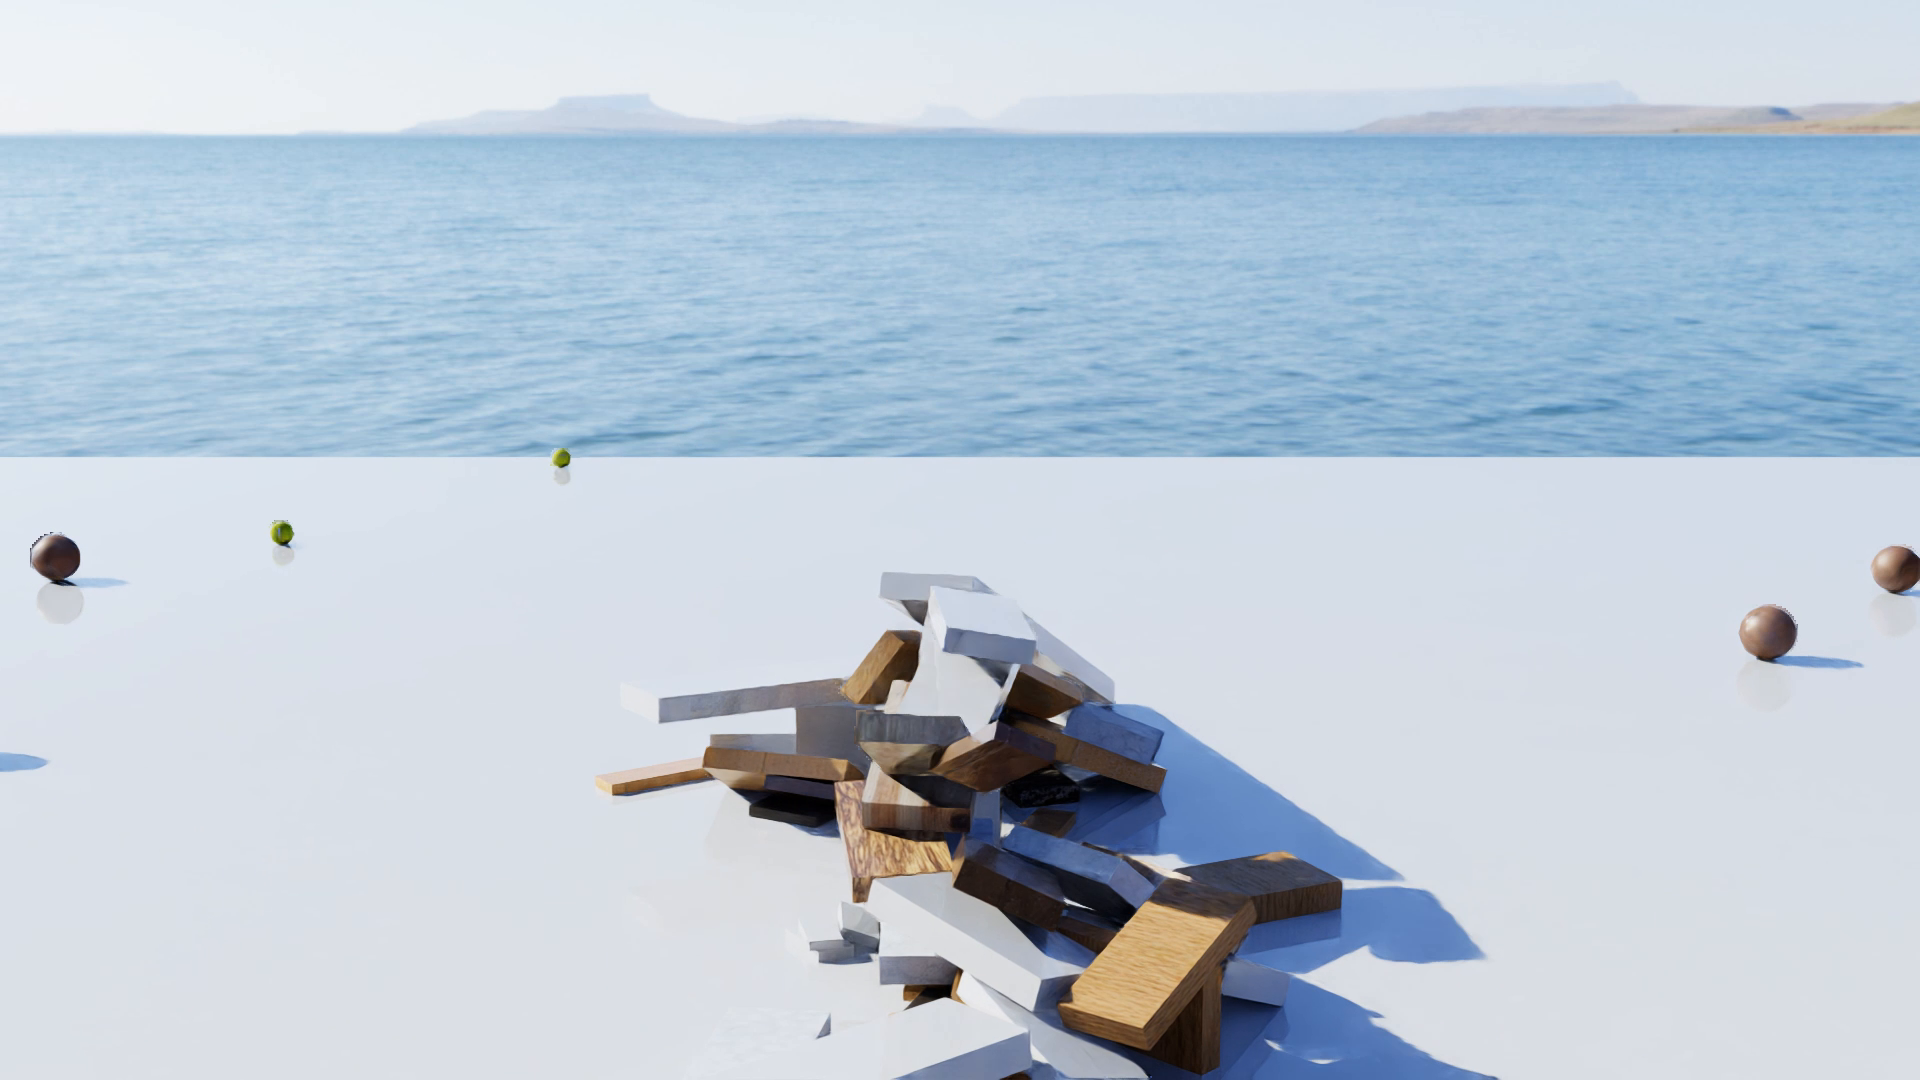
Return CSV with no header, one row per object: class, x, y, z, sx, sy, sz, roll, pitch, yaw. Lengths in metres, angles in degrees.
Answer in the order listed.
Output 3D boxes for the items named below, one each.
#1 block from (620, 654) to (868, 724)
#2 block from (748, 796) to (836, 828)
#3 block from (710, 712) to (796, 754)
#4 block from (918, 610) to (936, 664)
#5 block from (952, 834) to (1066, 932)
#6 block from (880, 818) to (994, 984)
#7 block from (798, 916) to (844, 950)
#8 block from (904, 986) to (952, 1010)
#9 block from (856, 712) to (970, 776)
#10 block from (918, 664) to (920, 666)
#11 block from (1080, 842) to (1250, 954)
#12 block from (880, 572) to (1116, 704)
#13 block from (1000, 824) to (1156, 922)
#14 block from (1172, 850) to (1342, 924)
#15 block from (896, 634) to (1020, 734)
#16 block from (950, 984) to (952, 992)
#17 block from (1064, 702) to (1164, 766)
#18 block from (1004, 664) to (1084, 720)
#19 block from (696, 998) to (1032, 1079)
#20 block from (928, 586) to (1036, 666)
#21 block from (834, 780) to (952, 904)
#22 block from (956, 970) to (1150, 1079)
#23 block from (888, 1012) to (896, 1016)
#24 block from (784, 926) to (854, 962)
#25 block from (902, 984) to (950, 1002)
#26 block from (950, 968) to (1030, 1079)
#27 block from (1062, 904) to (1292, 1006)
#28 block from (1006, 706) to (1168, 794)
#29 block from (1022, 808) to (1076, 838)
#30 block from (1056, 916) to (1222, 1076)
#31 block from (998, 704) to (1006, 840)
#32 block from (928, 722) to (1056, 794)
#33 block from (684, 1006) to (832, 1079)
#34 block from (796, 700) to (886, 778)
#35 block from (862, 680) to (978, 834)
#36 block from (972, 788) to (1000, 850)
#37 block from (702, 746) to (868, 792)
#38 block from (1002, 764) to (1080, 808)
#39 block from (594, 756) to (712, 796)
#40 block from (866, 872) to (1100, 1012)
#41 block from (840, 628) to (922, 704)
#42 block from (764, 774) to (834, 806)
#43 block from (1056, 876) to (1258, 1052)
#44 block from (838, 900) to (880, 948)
block,-0.298,0.279,4.284,0.715,0.048,0.168,-4,10,-33
block,-0.310,0.504,4.078,0.147,0.021,0.073,6,12,28
block,-0.341,0.401,4.554,0.337,0.048,0.168,0,11,-1
block,-0.027,0.172,3.852,0.076,0.022,0.152,4,28,3
block,0.067,0.491,3.170,0.152,0.043,0.304,24,-1,0
block,-0.031,0.538,3.319,0.166,0.047,0.406,0,21,0
block,-0.217,0.611,3.420,0.053,0.015,0.105,-2,11,-13
block,-0.038,0.668,3.065,0.079,0.022,0.157,6,12,19
block,-0.058,0.307,3.271,0.147,0.042,0.293,2,-15,7
block,-0.011,0.266,3.757,0.134,0.038,0.267,2,21,3
block,0.300,0.545,3.358,0.041,0.144,0.287,-53,26,-16
block,0.100,0.210,4.398,0.173,0.049,1.091,2,-13,18
block,0.199,0.511,3.306,0.152,0.043,0.304,41,-16,-24
block,0.434,0.579,3.596,0.339,0.048,0.170,-5,12,-26
block,-0.004,0.250,3.563,0.147,0.042,0.293,8,30,11
block,-0.027,0.638,3.243,0.080,0.023,0.159,0,24,3
block,0.305,0.377,4.314,0.173,0.049,0.346,20,1,8
block,0.123,0.292,4.274,0.118,0.034,0.237,-28,-35,27
block,-0.277,0.679,2.557,0.806,0.048,0.170,-9,11,-38
block,0.033,0.140,3.664,0.147,0.042,0.314,9,10,-7
block,-0.105,0.459,3.399,0.152,0.043,0.304,-3,22,-7
block,0.121,0.659,2.931,0.139,0.039,0.277,9,16,-30
block,-0.071,0.696,3.038,0.079,0.022,0.158,2,11,8
block,-0.220,0.626,3.428,0.061,0.017,0.122,-6,12,-29
block,-0.041,0.632,3.210,0.061,0.017,0.124,3,25,10
block,0.057,0.669,2.988,0.144,0.041,0.287,16,13,-1
block,0.301,0.609,3.251,0.339,0.048,0.170,11,-8,43
block,0.210,0.395,4.228,0.346,0.049,0.173,20,1,-25
block,0.156,0.520,3.986,0.073,0.021,0.147,3,11,18
block,0.235,0.630,3.061,0.287,0.144,0.041,10,14,43
block,0.009,0.420,3.908,0.134,0.267,0.038,3,-25,-1
block,0.044,0.307,3.091,0.095,0.027,0.191,24,-29,-21
block,-0.300,0.736,2.771,0.144,0.041,0.652,2,11,9
block,-0.151,0.399,4.230,0.337,0.168,0.048,4,13,19
block,-0.049,0.341,3.502,0.167,0.047,0.333,3,31,6
block,-0.001,0.443,3.720,0.134,0.267,0.038,-1,4,-3
block,-0.327,0.443,4.159,0.287,0.041,0.144,4,-21,19
block,0.131,0.464,4.257,0.118,0.034,0.237,-4,11,-19
block,-0.568,0.458,4.322,0.292,0.021,0.073,-7,13,-34
block,0.043,0.557,3.078,0.333,0.047,0.166,23,13,41
block,-0.119,0.239,4.140,0.041,0.144,0.287,39,8,15
block,-0.260,0.475,4.087,0.191,0.027,0.095,6,-19,28
block,0.267,0.565,2.956,0.139,0.039,0.277,7,35,40
block,-0.161,0.607,3.474,0.061,0.017,0.121,19,8,-8
